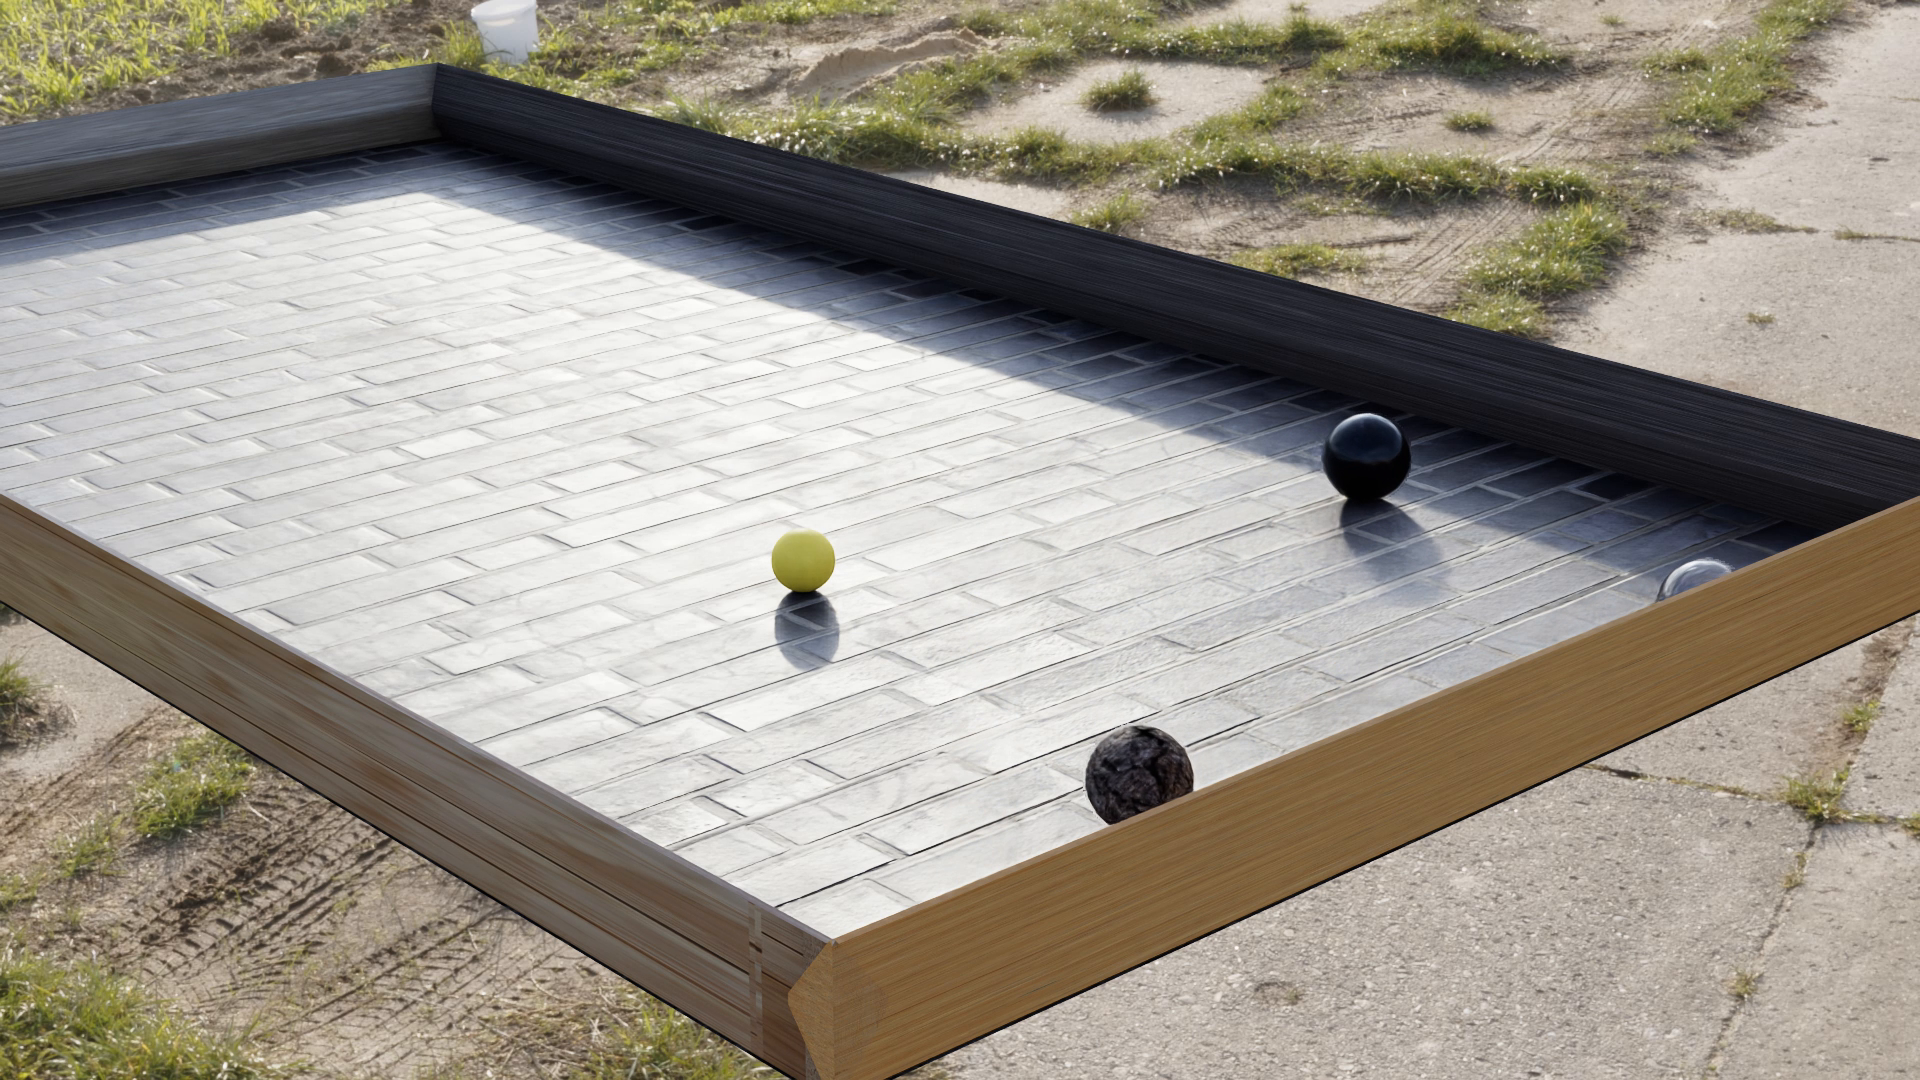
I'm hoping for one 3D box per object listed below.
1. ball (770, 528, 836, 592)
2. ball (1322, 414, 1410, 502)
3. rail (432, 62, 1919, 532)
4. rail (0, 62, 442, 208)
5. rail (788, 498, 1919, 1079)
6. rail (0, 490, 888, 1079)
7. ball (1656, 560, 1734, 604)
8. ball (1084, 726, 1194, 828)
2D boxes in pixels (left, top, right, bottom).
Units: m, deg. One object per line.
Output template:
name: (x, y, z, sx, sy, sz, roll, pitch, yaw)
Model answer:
ball: (-0.146, 0.019, 2.748, 0.060, 0.060, 0.060, 0, 20, 0)
ball: (0.413, -0.084, 2.988, 0.089, 0.089, 0.089, 0, 20, 0)
rail: (0.063, -0.351, 3.686, 0.045, 0.116, 2.681, -17, 26, -39)
rail: (-1.333, -0.526, 4.169, 1.428, 0.116, 0.045, -17, 26, -39)
rail: (0.434, 0.139, 2.332, 1.428, 0.116, 0.045, -17, 26, -39)
rail: (-0.962, -0.036, 2.815, 0.045, 0.116, 2.681, -17, 26, -39)
ball: (0.659, 0.058, 2.606, 0.082, 0.082, 0.082, 0, 20, 0)
ball: (0.138, 0.184, 2.257, 0.084, 0.084, 0.084, 0, 20, 0)
